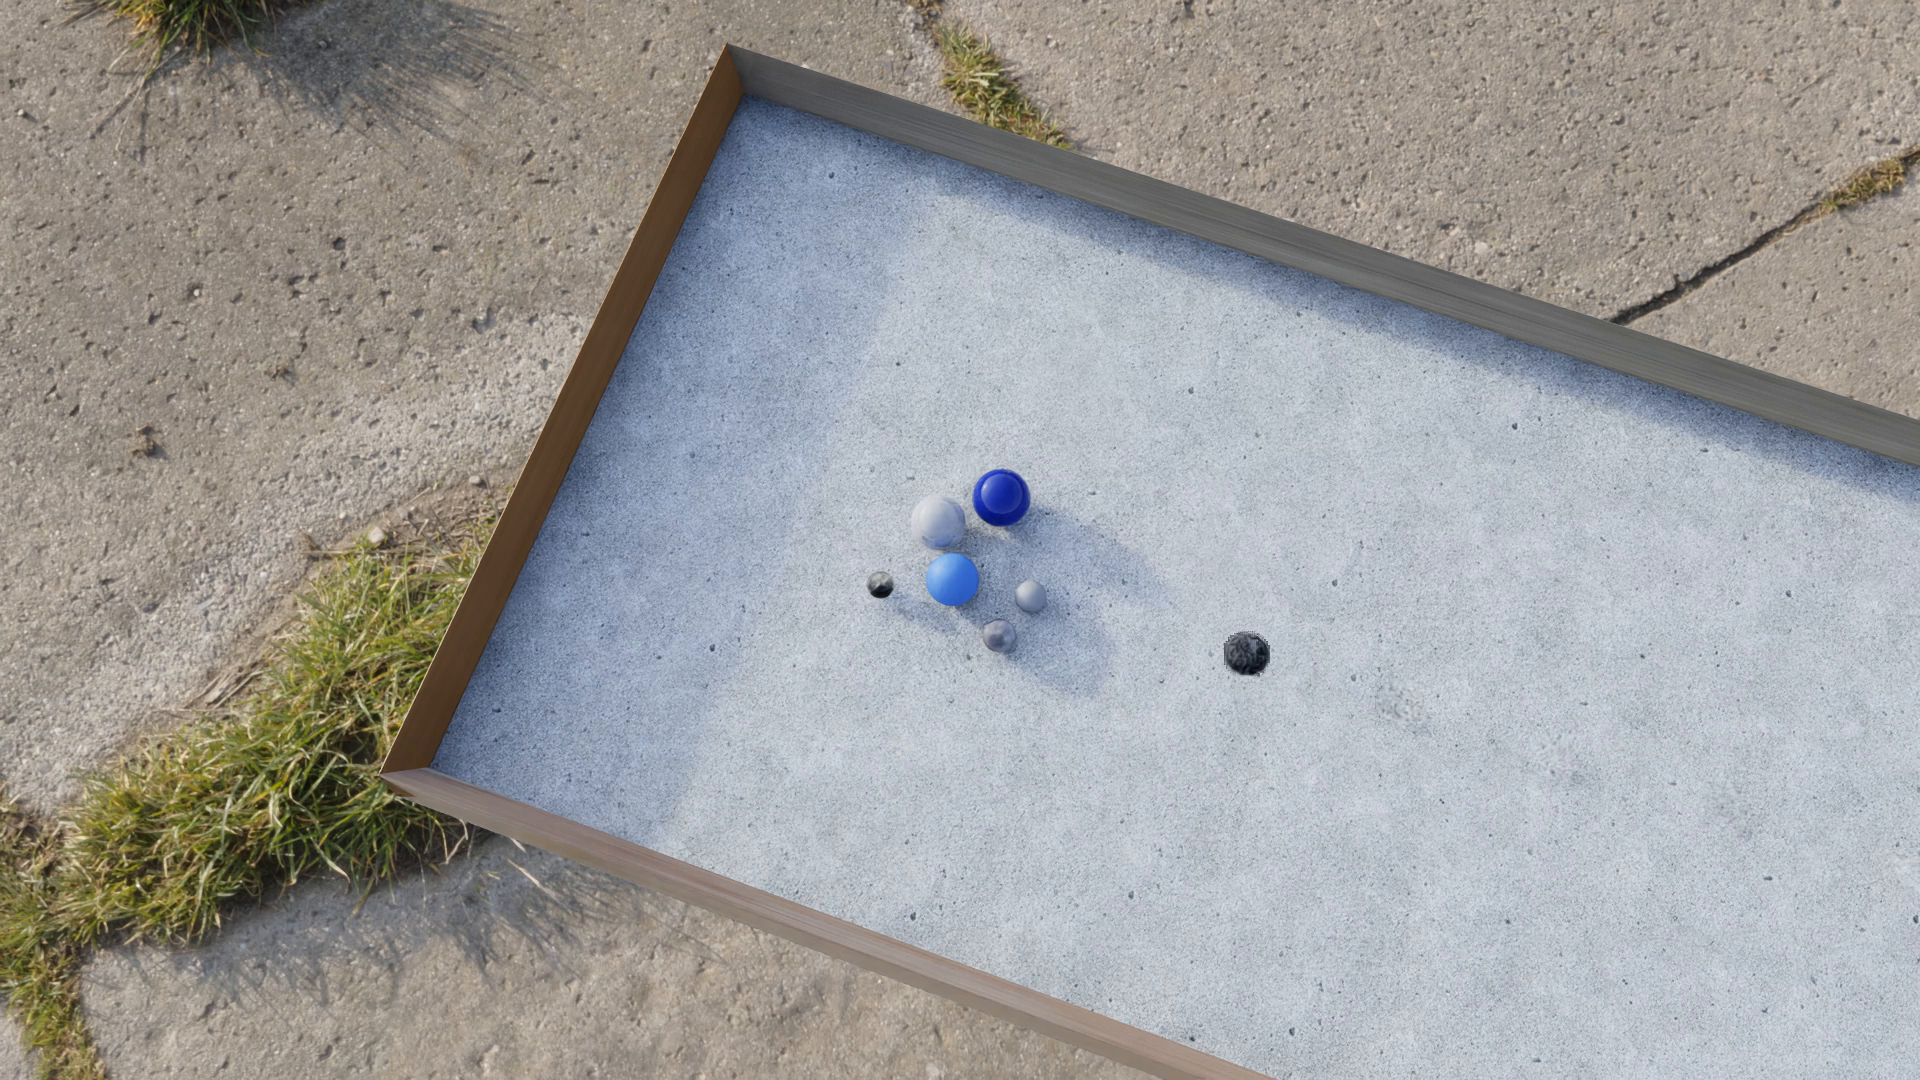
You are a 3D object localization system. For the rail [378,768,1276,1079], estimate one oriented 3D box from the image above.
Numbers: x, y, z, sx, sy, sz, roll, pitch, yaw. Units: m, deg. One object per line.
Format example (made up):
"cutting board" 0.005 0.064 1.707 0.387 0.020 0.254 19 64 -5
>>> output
"rail" 0.402 0.775 3.139 2.668 0.121 0.045 19 70 7

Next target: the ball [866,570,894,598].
"ball" -0.125 0.071 3.453 0.044 0.044 0.044 0 69 0

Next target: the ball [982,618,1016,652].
"ball" 0.061 0.148 3.418 0.053 0.053 0.053 0 69 0

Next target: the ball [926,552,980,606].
"ball" -0.012 0.062 3.435 0.084 0.084 0.084 0 69 0

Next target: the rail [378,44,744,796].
"rail" -0.604 -0.216 3.522 0.045 0.121 1.352 19 70 7

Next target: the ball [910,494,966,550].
"ball" -0.033 -0.027 3.467 0.088 0.088 0.088 0 69 0

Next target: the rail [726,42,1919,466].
"rail" 0.851 -0.367 3.580 2.668 0.121 0.045 19 70 7

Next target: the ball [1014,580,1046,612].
"ball" 0.111 0.089 3.443 0.050 0.050 0.050 0 69 0

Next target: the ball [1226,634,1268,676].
"ball" 0.444 0.177 3.400 0.066 0.066 0.066 0 69 0

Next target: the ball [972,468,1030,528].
"ball" 0.066 -0.067 3.480 0.093 0.093 0.093 0 69 0
